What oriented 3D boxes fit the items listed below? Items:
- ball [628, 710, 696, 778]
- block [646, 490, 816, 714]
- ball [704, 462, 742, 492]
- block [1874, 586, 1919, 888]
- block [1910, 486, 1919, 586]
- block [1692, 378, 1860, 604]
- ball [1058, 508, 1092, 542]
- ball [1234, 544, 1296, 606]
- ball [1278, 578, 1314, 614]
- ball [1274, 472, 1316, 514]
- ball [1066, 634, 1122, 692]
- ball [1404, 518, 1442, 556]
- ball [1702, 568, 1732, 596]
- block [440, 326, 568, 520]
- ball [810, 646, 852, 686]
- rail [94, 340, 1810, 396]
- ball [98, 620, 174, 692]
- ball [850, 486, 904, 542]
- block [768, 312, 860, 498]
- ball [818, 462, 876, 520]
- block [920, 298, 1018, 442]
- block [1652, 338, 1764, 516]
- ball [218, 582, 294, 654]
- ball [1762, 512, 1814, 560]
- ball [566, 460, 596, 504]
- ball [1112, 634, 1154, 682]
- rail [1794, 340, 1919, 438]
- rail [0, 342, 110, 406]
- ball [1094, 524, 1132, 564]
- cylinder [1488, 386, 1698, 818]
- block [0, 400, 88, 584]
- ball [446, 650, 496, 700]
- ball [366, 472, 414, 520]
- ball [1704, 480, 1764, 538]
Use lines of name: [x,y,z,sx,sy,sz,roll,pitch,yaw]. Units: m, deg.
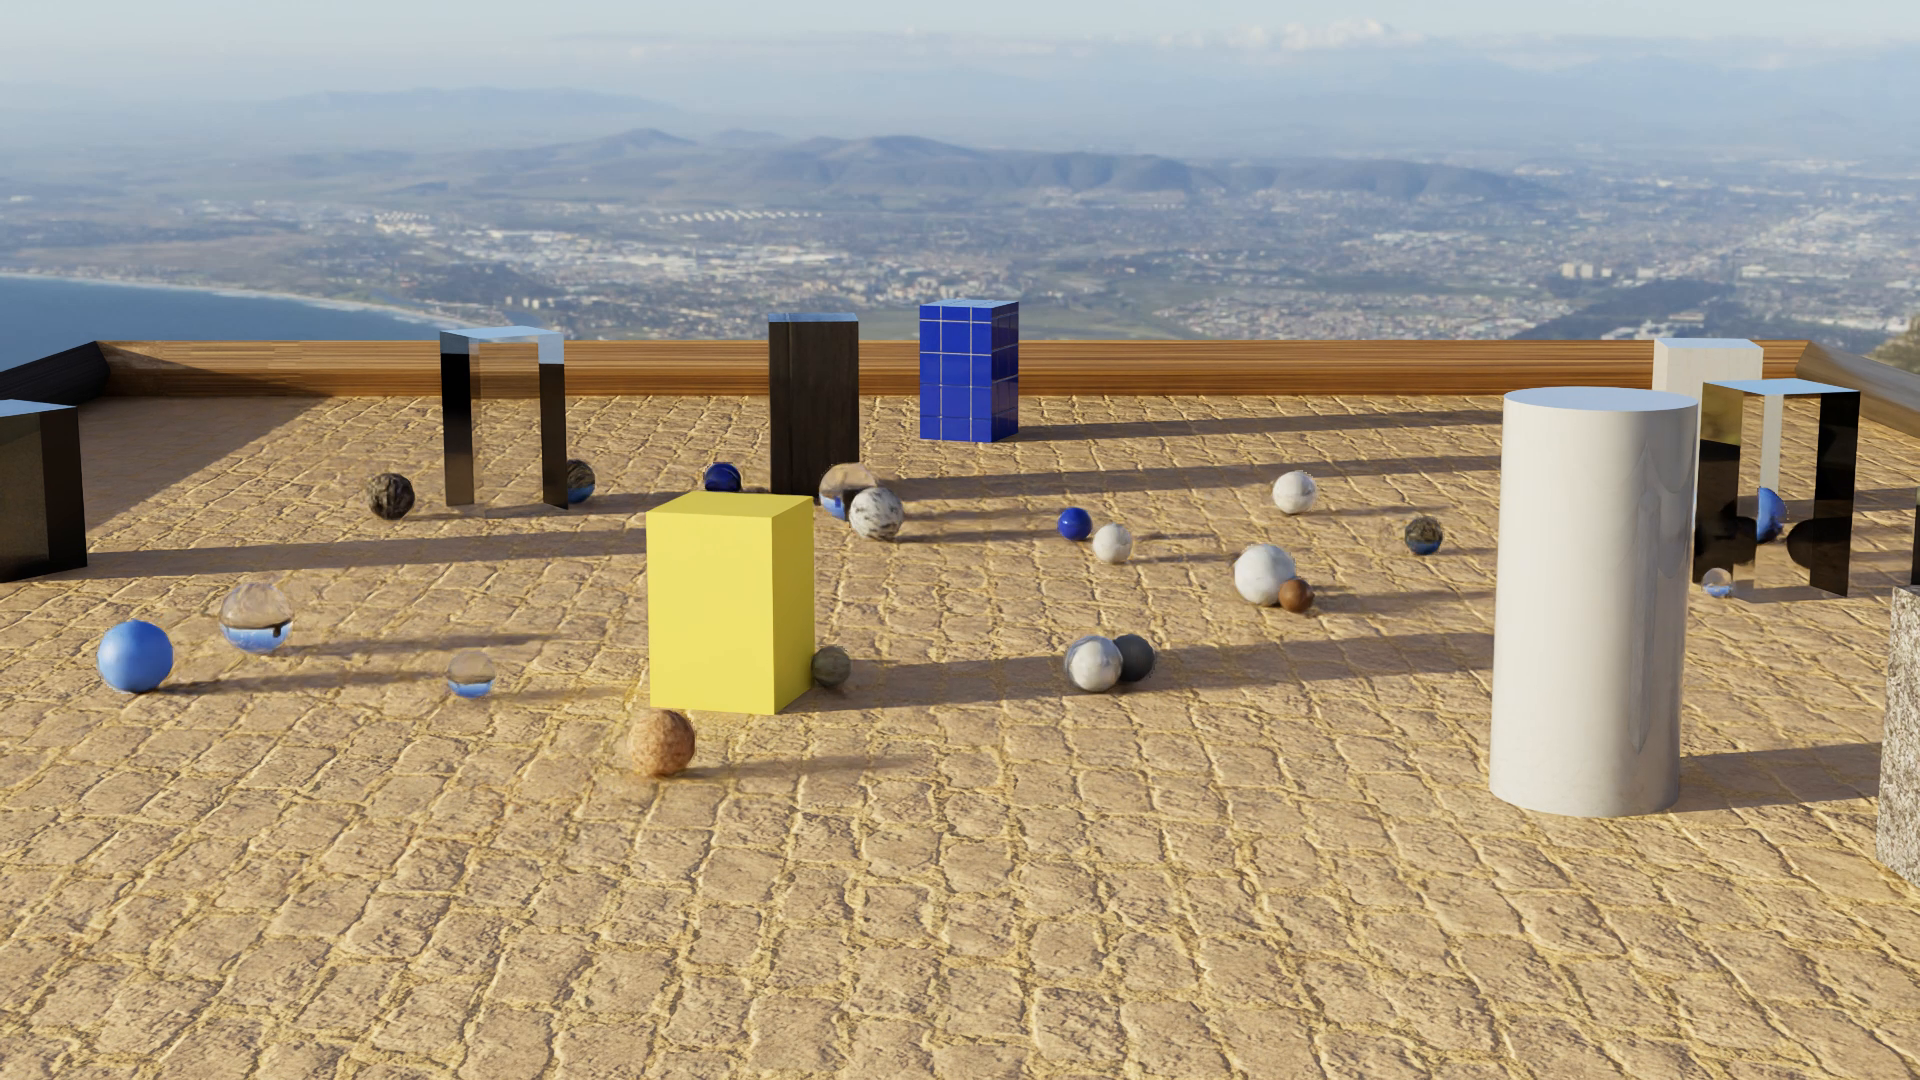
ball: [-0.307,0.209,2.641,0.070,0.070,0.070,0,11,0]
block: [-0.262,0.070,2.963,0.149,0.226,0.149,3,11,15]
ball: [-0.398,-0.099,4.306,0.063,0.063,0.063,0,11,0]
block: [0.928,0.180,2.286,0.149,0.258,0.149,-1,11,-6]
block: [1.246,0.052,3.059,0.149,0.225,0.149,-5,12,-26]
block: [1.127,-0.071,3.550,0.149,0.286,0.149,-3,11,-16]
ball: [0.177,-0.024,3.937,0.052,0.052,0.052,0,11,0]
ball: [0.413,0.047,3.471,0.083,0.083,0.083,0,11,0]
ball: [0.449,0.074,3.423,0.047,0.047,0.047,0,11,0]
ball: [0.544,-0.076,4.168,0.070,0.070,0.070,0,11,0]
ball: [0.156,0.144,2.994,0.067,0.067,0.067,0,11,0]
ball: [0.691,-0.006,3.825,0.057,0.057,0.057,0,11,0]
ball: [1.042,0.058,3.530,0.040,0.040,0.040,0,11,0]
block: [-0.747,-0.195,4.203,0.149,0.292,0.149,-7,13,-35]
ball: [-0.151,0.148,3.014,0.047,0.047,0.047,0,11,0]
rail: [-0.013,-0.374,5.619,3.766,0.121,0.045,0,11,0]
ball: [-0.961,0.136,2.992,0.085,0.085,0.085,0,11,0]
ball: [-0.128,-0.040,3.935,0.084,0.084,0.084,0,11,0]
block: [-0.250,-0.232,4.378,0.149,0.298,0.149,-1,11,-5]
ball: [-0.180,-0.078,4.112,0.093,0.093,0.093,0,11,0]
block: [0.019,-0.333,5.024,0.149,0.261,0.149,4,11,21]
block: [1.219,-0.187,4.205,0.149,0.273,0.149,1,11,7]
ball: [-0.874,0.097,3.186,0.089,0.089,0.089,0,11,0]
ball: [1.220,-0.005,3.781,0.072,0.072,0.072,0,11,0]
ball: [-0.644,-0.097,4.270,0.074,0.074,0.074,0,11,0]
ball: [0.202,0.140,3.043,0.057,0.057,0.057,0,11,0]
rail: [1.859,0.029,3.460,0.045,0.121,4.462,0,11,0]
rail: [-1.859,0.033,3.439,0.045,0.121,4.462,0,11,0]
ball: [0.224,0.006,3.761,0.058,0.058,0.058,0,11,0]
cylinder: [0.629,0.057,2.556,0.186,0.400,0.186,0,11,0]
block: [-1.376,-0.073,3.700,0.149,0.235,0.149,7,13,32]
ball: [-0.565,0.156,2.962,0.056,0.056,0.056,0,11,0]
ball: [-0.915,-0.071,4.122,0.076,0.076,0.076,0,11,0]
ball: [1.197,-0.048,3.969,0.089,0.089,0.089,0,11,0]
